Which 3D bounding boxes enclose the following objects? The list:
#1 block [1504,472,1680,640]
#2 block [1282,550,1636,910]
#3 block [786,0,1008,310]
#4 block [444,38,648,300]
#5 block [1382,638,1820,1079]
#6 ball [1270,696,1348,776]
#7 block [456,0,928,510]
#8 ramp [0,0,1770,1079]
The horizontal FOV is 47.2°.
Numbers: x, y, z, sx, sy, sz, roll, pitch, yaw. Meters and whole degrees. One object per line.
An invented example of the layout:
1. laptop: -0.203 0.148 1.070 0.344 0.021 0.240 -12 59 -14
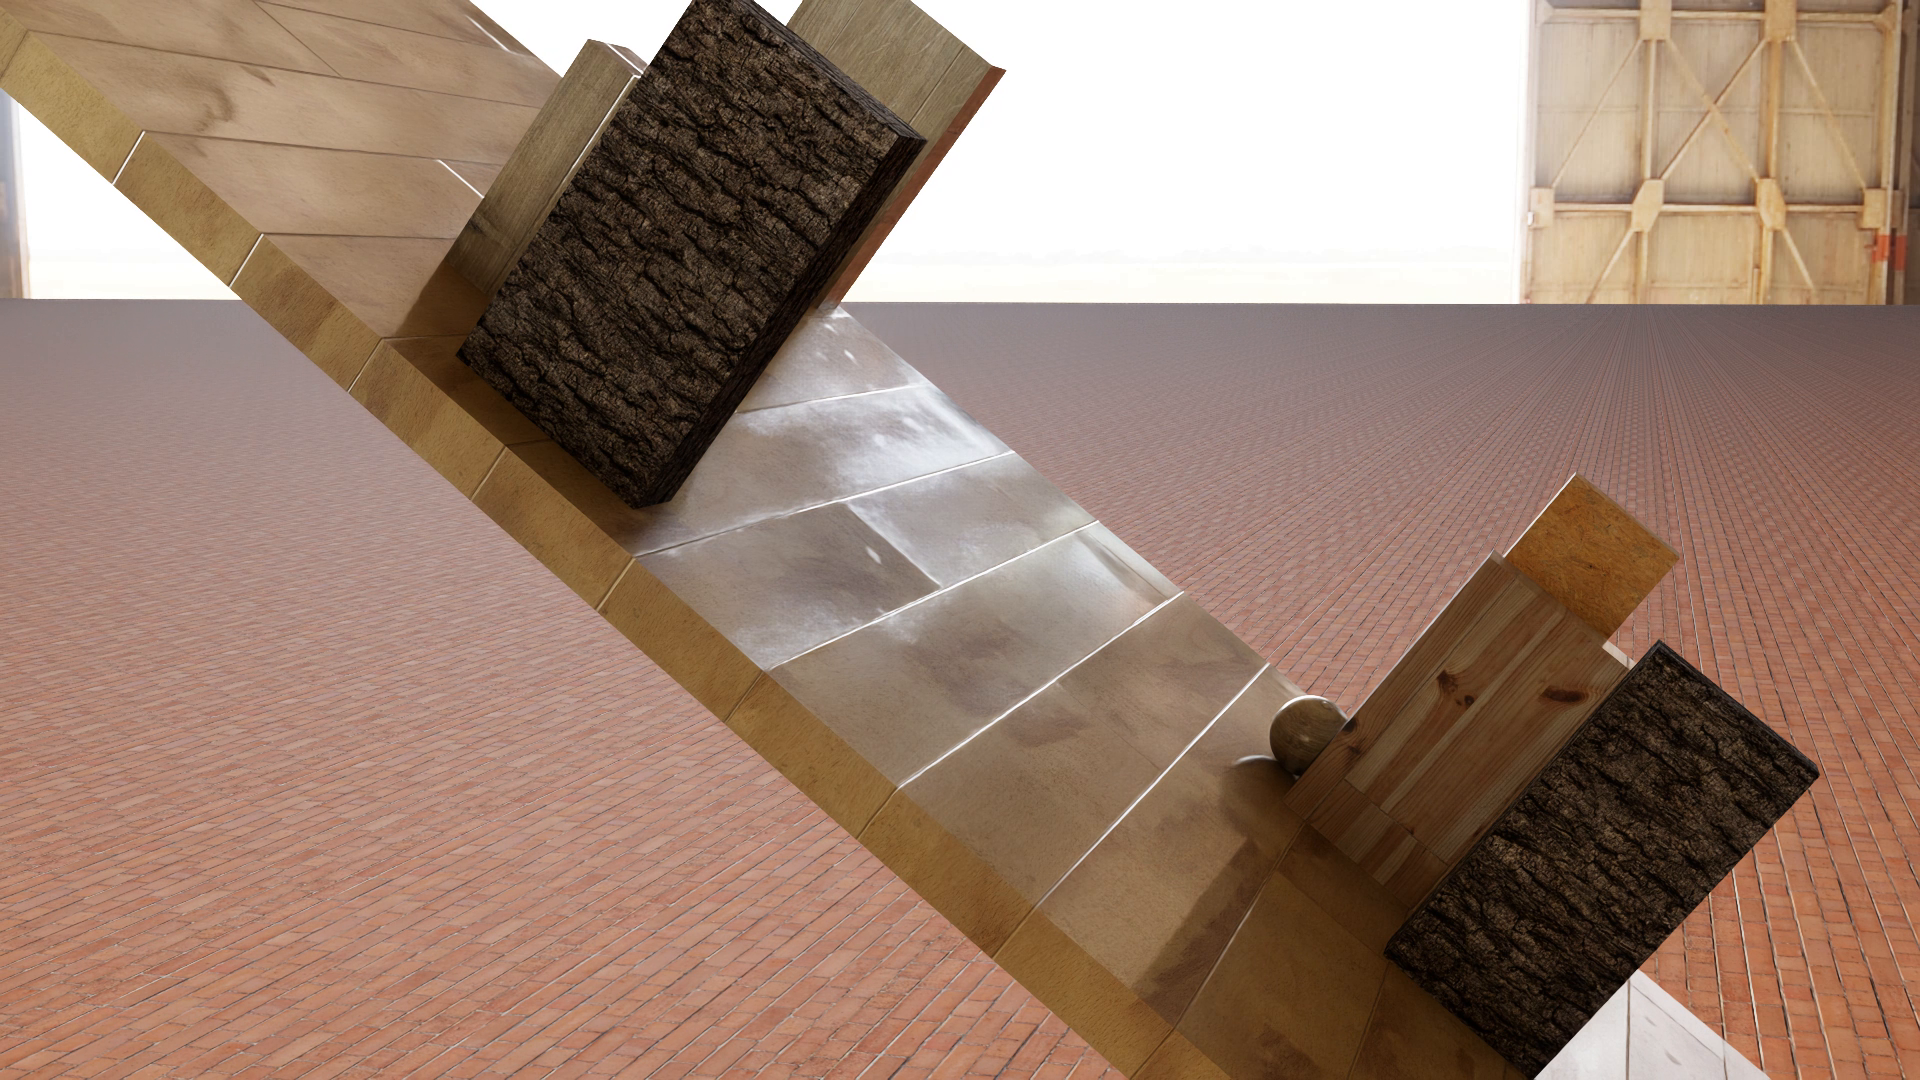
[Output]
1. block: 1.035 0.251 4.274 0.246 0.786 0.088 40 16 9
2. block: 0.943 0.376 4.069 0.390 0.599 0.124 40 16 9
3. block: -0.274 -0.922 4.957 0.441 0.670 0.123 40 16 9
4. block: -0.547 -0.512 3.634 0.422 0.445 0.149 40 16 9
5. block: 1.062 0.539 3.680 0.320 0.703 0.085 40 16 9
6. ball: 0.685 0.384 4.294 0.161 0.161 0.161 0 7 0
7. block: -0.406 -0.432 3.274 0.369 0.686 0.131 40 16 9
8. ramp: -0.034 0.089 4.056 4.000 0.100 2.000 40 16 9
